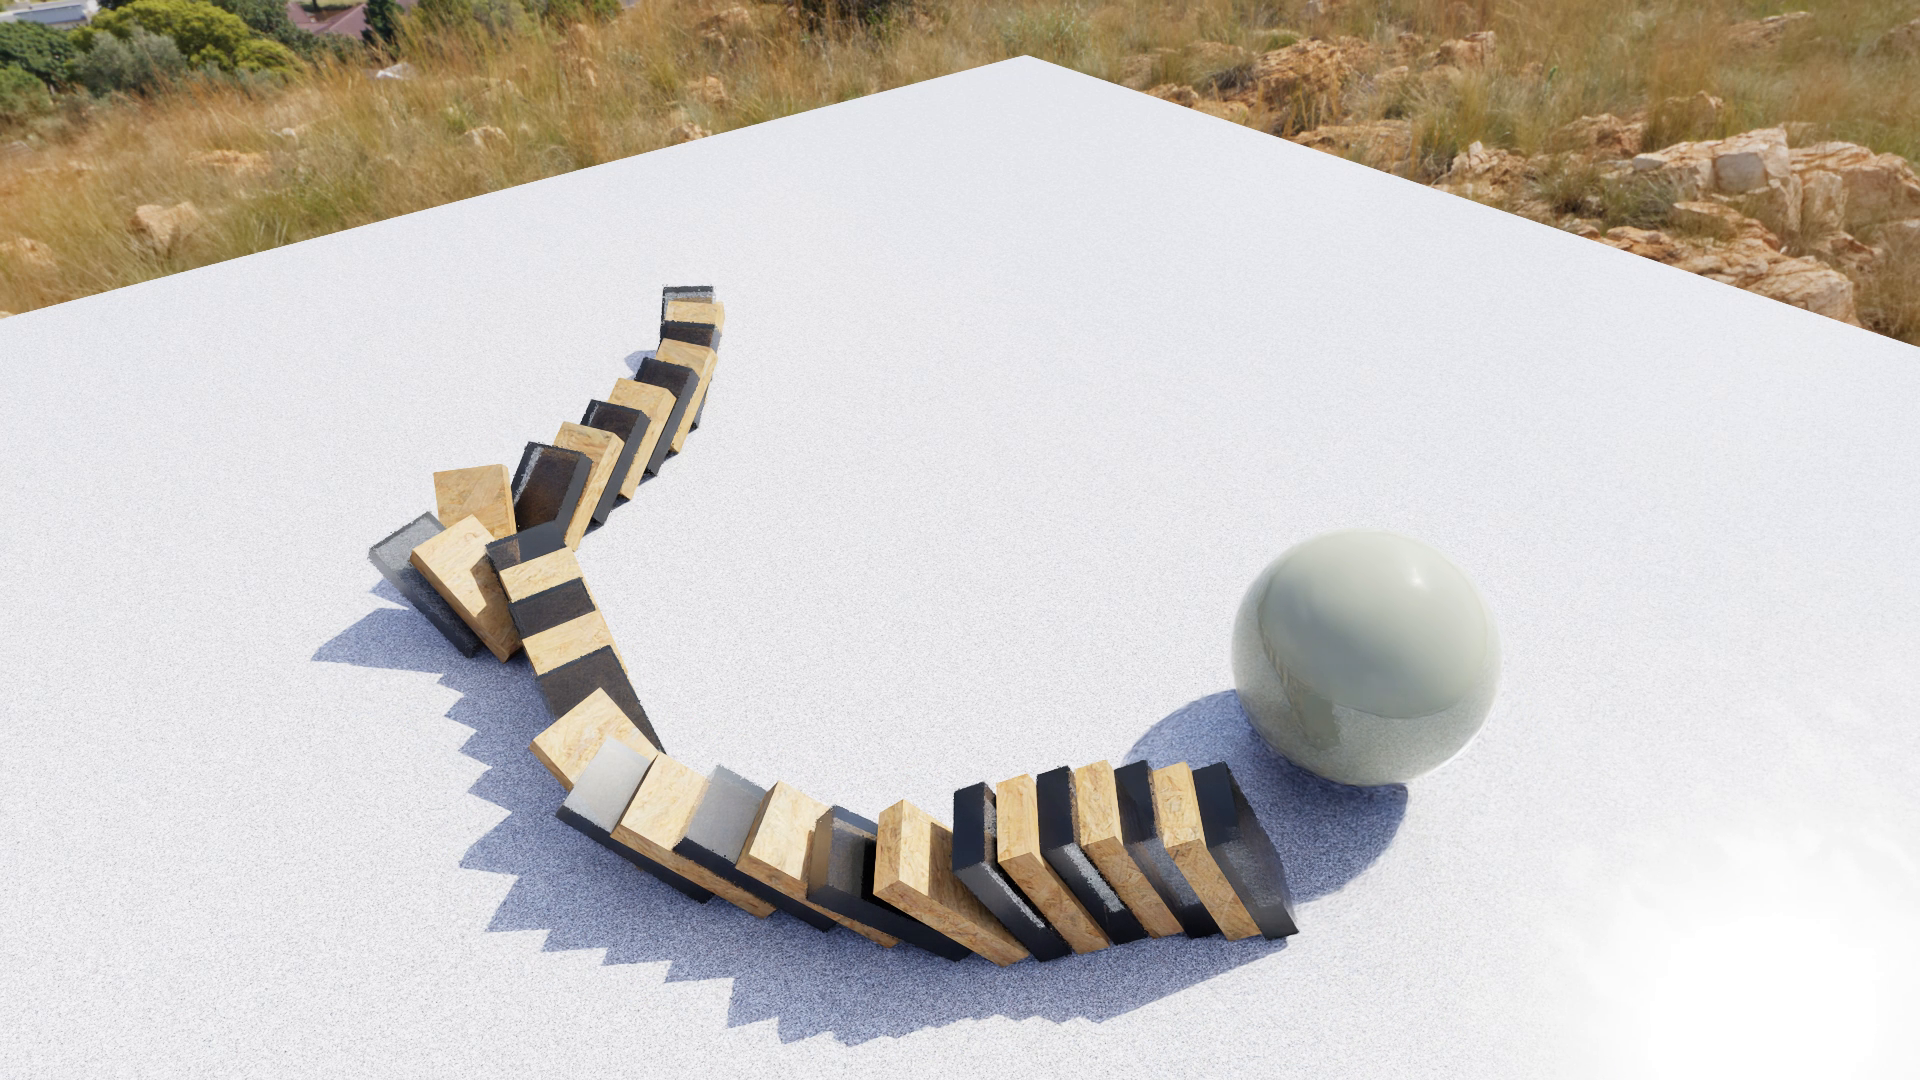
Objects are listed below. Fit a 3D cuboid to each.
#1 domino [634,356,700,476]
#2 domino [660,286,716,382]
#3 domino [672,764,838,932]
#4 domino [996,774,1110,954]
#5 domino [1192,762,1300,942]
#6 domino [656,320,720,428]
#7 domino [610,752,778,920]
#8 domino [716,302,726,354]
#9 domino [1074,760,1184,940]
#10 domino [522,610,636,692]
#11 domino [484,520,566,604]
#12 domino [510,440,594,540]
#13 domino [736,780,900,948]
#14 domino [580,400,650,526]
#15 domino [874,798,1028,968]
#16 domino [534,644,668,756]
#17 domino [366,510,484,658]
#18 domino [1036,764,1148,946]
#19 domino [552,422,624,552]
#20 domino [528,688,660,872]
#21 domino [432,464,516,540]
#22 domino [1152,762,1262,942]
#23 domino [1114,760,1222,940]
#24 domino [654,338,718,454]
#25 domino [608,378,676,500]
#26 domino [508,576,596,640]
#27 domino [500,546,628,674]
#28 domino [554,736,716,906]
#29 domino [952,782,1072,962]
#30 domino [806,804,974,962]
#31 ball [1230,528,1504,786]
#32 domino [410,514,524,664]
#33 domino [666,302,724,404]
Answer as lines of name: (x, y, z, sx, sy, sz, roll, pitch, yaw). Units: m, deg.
domino: (-0.138, -0.055, 0.491, 0.025, 0.010, 0.050, 15, 73, 16)
domino: (-0.137, -0.104, 0.552, 0.025, 0.010, 0.050, -2, 68, -2)
domino: (-0.054, 0.088, 0.315, 0.050, 0.010, 0.025, 33, 40, -13)
domino: (0.026, 0.090, 0.303, 0.010, 0.050, 0.025, -22, 36, 18)
domino: (0.080, 0.087, 0.306, 0.009, 0.050, 0.025, -22, 36, 18)
domino: (-0.132, -0.079, 0.520, 0.025, 0.010, 0.050, 6, 71, 7)
domino: (-0.072, 0.085, 0.318, 0.050, 0.009, 0.025, 33, 42, -12)
domino: (-0.139, -0.109, 0.577, 0.025, 0.009, 0.050, -2, 39, -3)
domino: (0.047, 0.087, 0.307, 0.010, 0.050, 0.025, -22, 36, 18)
domino: (-0.121, 0.051, 0.361, 0.025, 0.009, 0.050, -23, 77, -26)
domino: (-0.149, 0.020, 0.397, 0.025, 0.009, 0.050, -24, 80, -29)
domino: (-0.168, -0.013, 0.438, 0.025, 0.010, 0.050, 12, 75, 15)
domino: (-0.036, 0.092, 0.311, 0.050, 0.009, 0.025, 32, 39, -13)
domino: (-0.153, -0.033, 0.465, 0.025, 0.010, 0.050, 14, 73, 16)
domino: (-0.002, 0.094, 0.302, 0.010, 0.050, 0.025, -36, 31, 26)
domino: (-0.112, 0.061, 0.349, 0.025, 0.009, 0.050, -25, 78, -28)
domino: (-0.187, 0.016, 0.402, 0.050, 0.010, 0.025, 46, 48, -4)
domino: (0.037, 0.088, 0.305, 0.009, 0.050, 0.025, -22, 36, 18)
domino: (-0.160, -0.022, 0.452, 0.025, 0.009, 0.050, 14, 73, 16)
domino: (-0.103, 0.072, 0.333, 0.050, 0.010, 0.025, 48, 52, -1)
domino: (-0.184, -0.002, 0.420, 0.025, 0.010, 0.050, -9, 85, -9)
domino: (0.069, 0.087, 0.306, 0.010, 0.050, 0.025, -22, 36, 18)
domino: (0.058, 0.087, 0.307, 0.009, 0.050, 0.025, -22, 36, 18)
domino: (-0.132, -0.067, 0.505, 0.025, 0.010, 0.050, 14, 73, 14)
domino: (-0.146, -0.044, 0.478, 0.025, 0.009, 0.050, 14, 73, 16)
domino: (-0.131, 0.040, 0.373, 0.025, 0.010, 0.050, -23, 79, -26)
domino: (-0.139, 0.030, 0.386, 0.025, 0.009, 0.050, -23, 79, -27)
domino: (-0.089, 0.082, 0.322, 0.050, 0.009, 0.025, 35, 44, -11)
domino: (0.015, 0.091, 0.301, 0.010, 0.050, 0.025, -23, 35, 18)
domino: (-0.018, 0.095, 0.304, 0.050, 0.009, 0.025, 31, 33, -23)
ball: (0.125, 0.036, 0.344, 0.080, 0.080, 0.080, 0, 39, 0)
domino: (-0.171, 0.018, 0.399, 0.050, 0.010, 0.025, 48, 48, -2)
domino: (-0.133, -0.091, 0.535, 0.025, 0.010, 0.050, 5, 71, 5)
